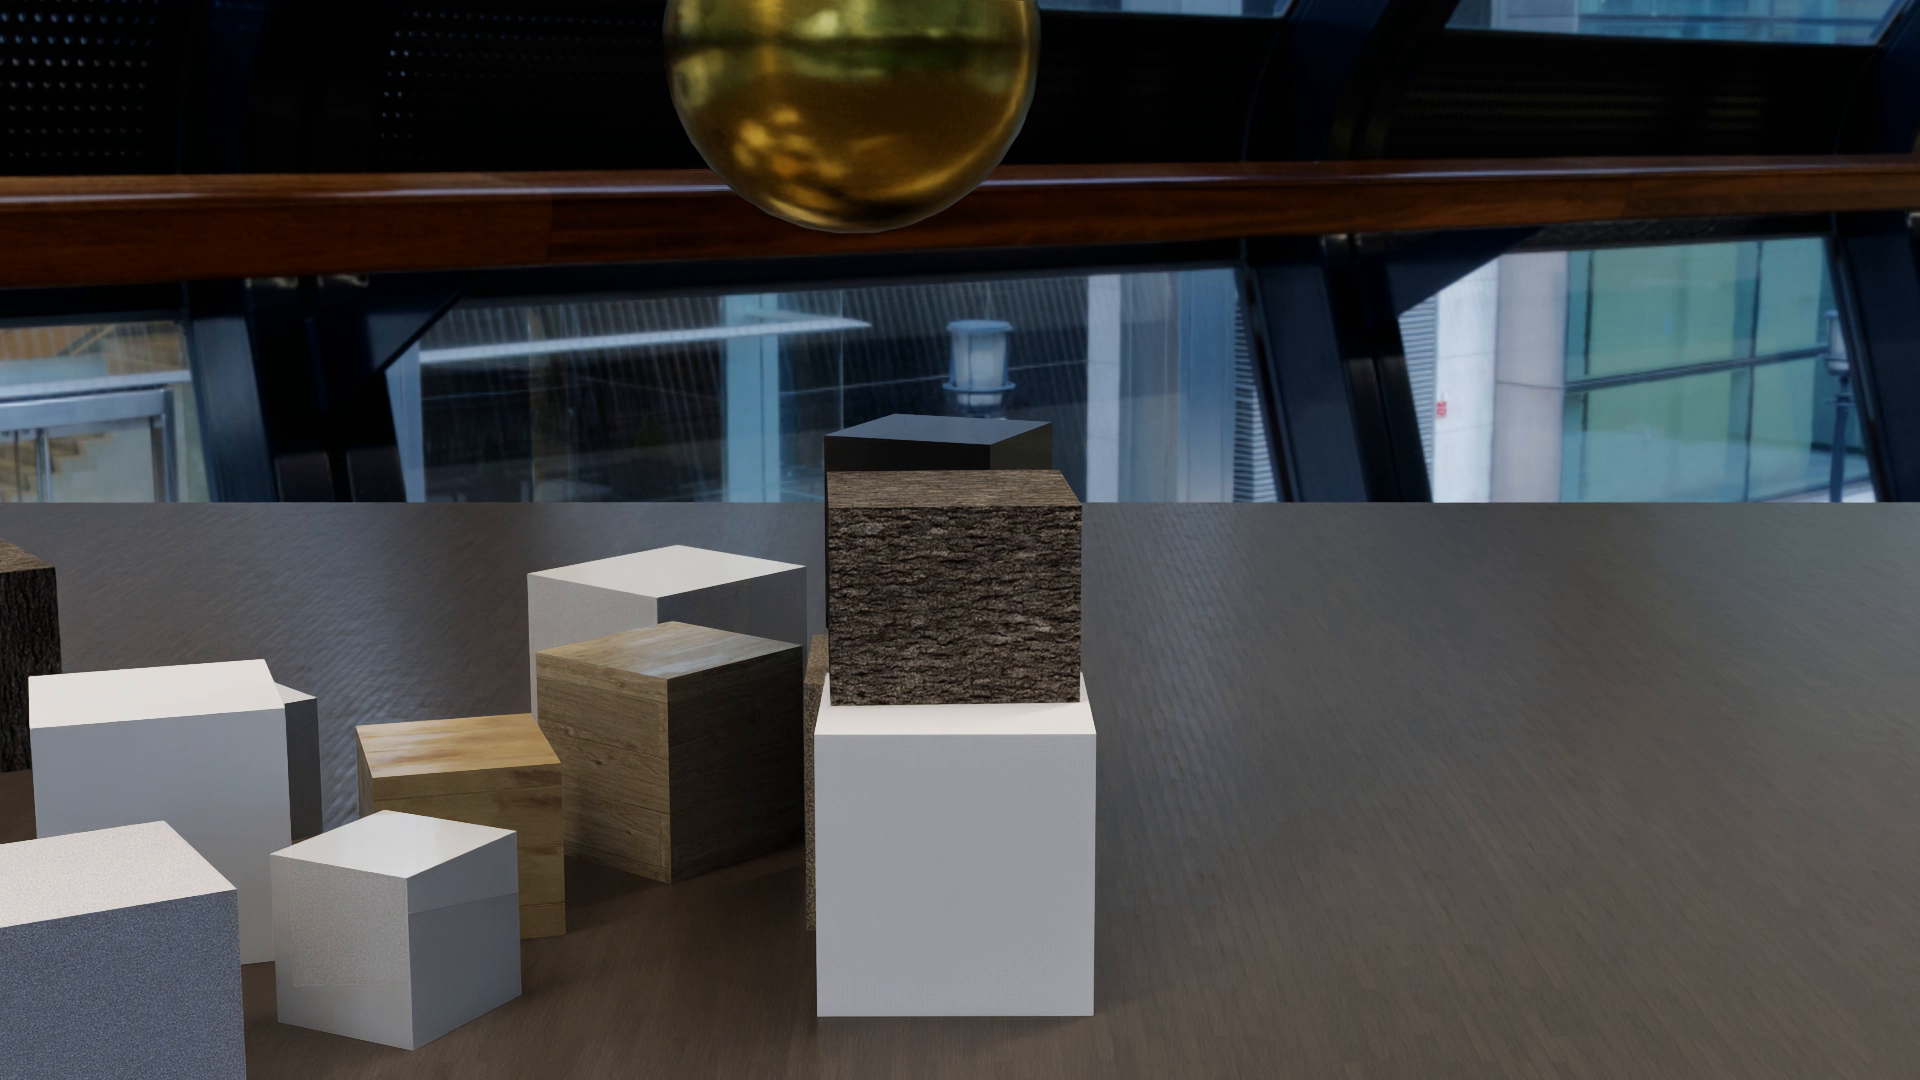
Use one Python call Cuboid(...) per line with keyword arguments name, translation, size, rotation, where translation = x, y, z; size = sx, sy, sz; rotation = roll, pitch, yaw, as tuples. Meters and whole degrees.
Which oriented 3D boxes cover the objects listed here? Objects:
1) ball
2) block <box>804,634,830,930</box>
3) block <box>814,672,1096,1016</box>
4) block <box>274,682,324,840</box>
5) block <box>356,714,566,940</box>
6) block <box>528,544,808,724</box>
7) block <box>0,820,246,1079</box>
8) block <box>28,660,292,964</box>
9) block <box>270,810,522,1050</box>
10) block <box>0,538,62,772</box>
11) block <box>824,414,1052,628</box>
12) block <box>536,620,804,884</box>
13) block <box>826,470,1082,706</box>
Cuboid(name="ball", translation=(-0.454, -2.092, 10.800), size=(1.600, 1.600, 1.600), rotation=(0, 10, 0))
Cuboid(name="block", translation=(-0.133, 1.019, 11.025), size=(1.025, 1.051, 0.936), rotation=(0, 10, -1))
Cuboid(name="block", translation=(-0.020, 1.169, 10.069), size=(1.043, 1.097, 0.987), rotation=(0, 10, 0))
Cuboid(name="block", translation=(-3.521, 1.053, 11.946), size=(0.807, 0.653, 0.719), rotation=(-9, 14, -41))
Cuboid(name="block", translation=(-2.117, 1.216, 10.831), size=(0.752, 0.732, 0.870), rotation=(-3, 11, -17))
Cuboid(name="block", translation=(-1.503, 0.640, 13.284), size=(0.957, 0.988, 1.059), rotation=(9, 13, 39))
Cuboid(name="block", translation=(-3.030, 1.542, 8.736), size=(0.914, 0.841, 0.930), rotation=(-6, 12, -31))
Cuboid(name="block", translation=(-3.267, 1.124, 10.485), size=(0.950, 1.036, 0.913), rotation=(-4, 11, -20))
Cuboid(name="block", translation=(-2.125, 1.460, 9.709), size=(0.638, 0.654, 0.654), rotation=(5, 12, 26))
Cuboid(name="block", translation=(-5.300, 0.619, 13.281), size=(0.986, 1.030, 1.026), rotation=(-7, 12, -34))
Cuboid(name="block", translation=(-0.094, -0.077, 12.268), size=(0.831, 0.919, 0.834), rotation=(4, 11, 21))
Cuboid(name="block", translation=(-1.321, 0.949, 11.768), size=(0.844, 0.923, 0.865), rotation=(8, 13, 38))
Cuboid(name="block", translation=(-0.043, 0.174, 10.308), size=(0.968, 0.777, 0.908), rotation=(-1, 10, -3))
